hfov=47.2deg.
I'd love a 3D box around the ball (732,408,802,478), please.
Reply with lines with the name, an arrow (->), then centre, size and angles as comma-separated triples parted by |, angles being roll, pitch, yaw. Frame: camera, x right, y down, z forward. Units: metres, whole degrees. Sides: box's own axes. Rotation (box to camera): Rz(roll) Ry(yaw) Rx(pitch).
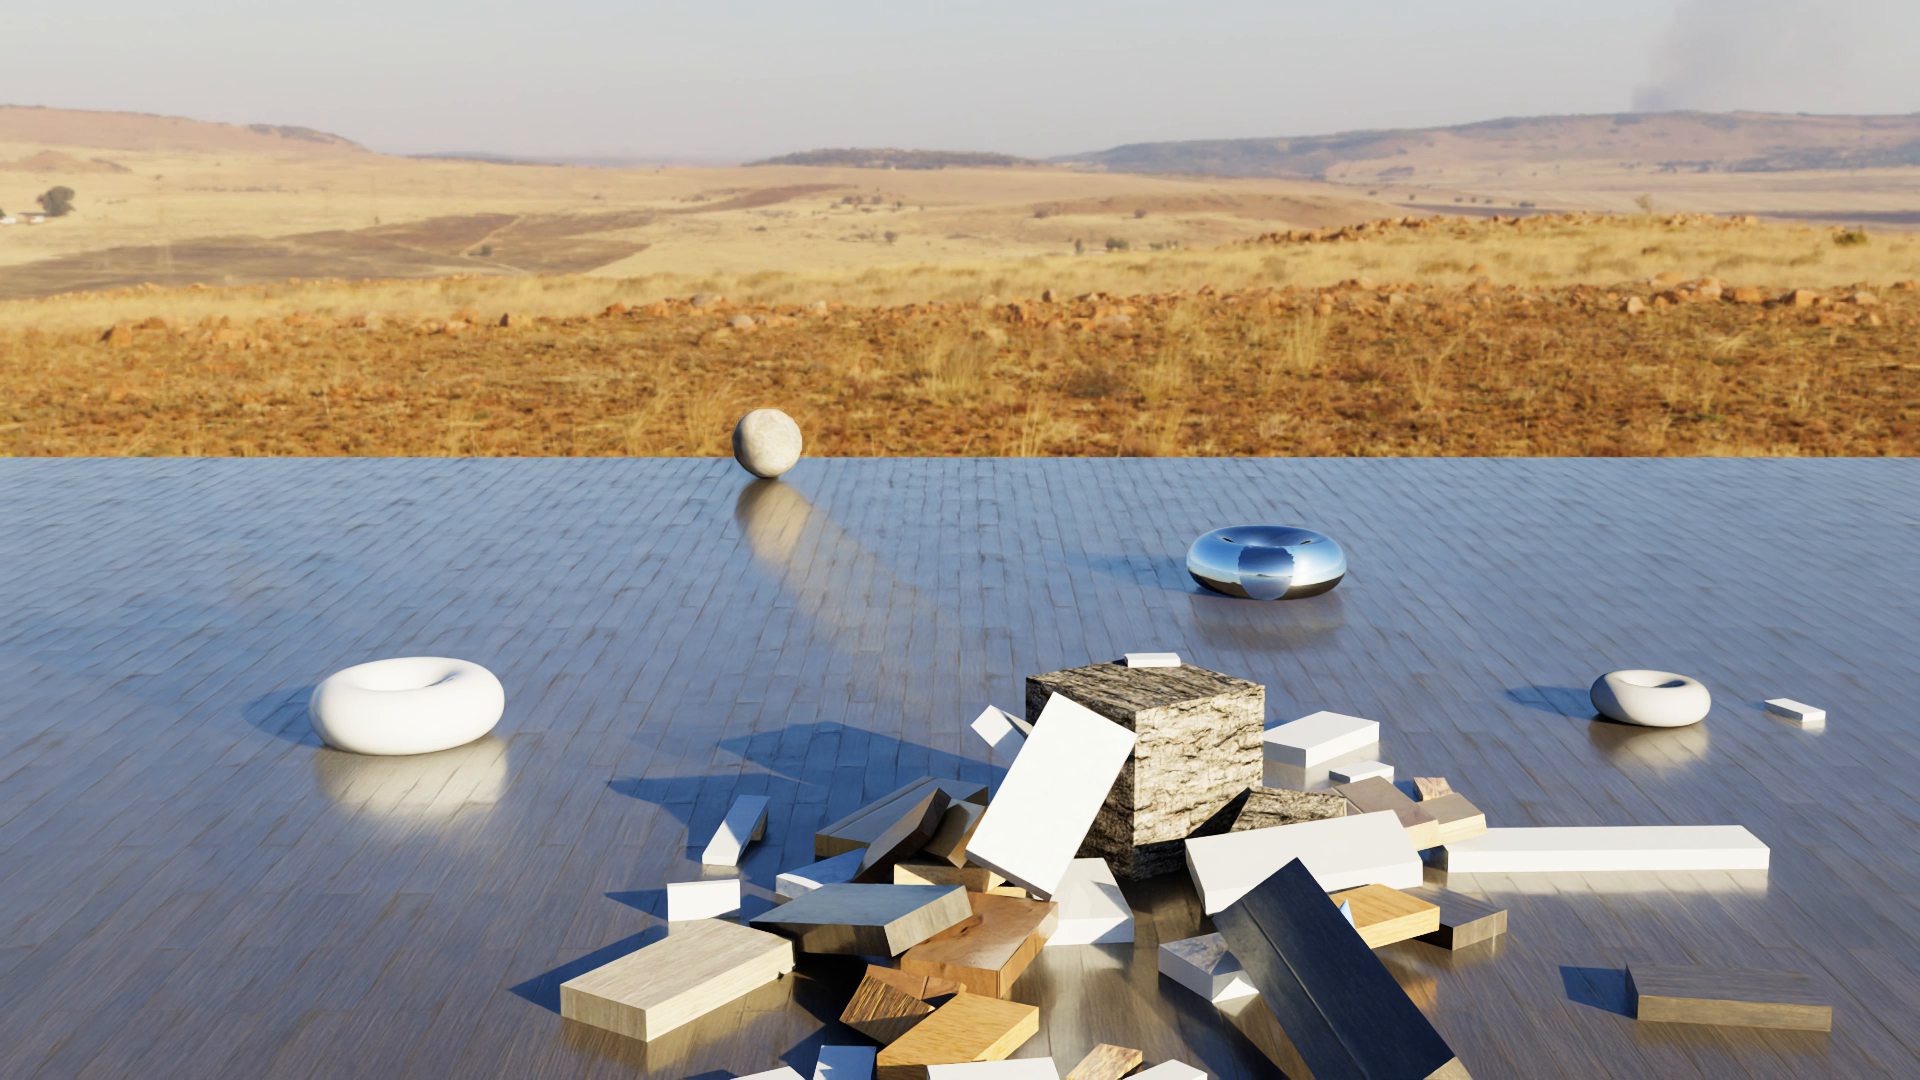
ball -> -0.707, -0.356, 8.062 | 0.256, 0.256, 0.256 | 0, 11, 0

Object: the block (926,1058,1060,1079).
block -> 0.062, 0.734, 2.646 | 0.160, 0.045, 0.320 | -2, 19, -9

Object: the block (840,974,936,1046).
block -> -0.099, 0.665, 3.070 | 0.150, 0.075, 0.021 | 13, -24, 50

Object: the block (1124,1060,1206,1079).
block -> 0.263, 0.722, 2.911 | 0.122, 0.017, 0.061 | -9, 14, -41

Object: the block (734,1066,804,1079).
block -> -0.172, 0.759, 2.629 | 0.166, 0.047, 0.501 | -6, 12, -29

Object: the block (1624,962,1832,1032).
block -> 1.110, 0.660, 3.188 | 0.264, 0.037, 0.132 | 2, 11, 9

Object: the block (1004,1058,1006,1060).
block -> -0.010, 0.725, 2.848 | 0.119, 0.034, 0.238 | 1, 11, 6

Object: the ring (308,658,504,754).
ring -> -1.162, 0.347, 4.620 | 0.403, 0.134, 0.403 | -1, 12, 0

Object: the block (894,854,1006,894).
block -> -0.005, 0.544, 3.623 | 0.144, 0.041, 0.287 | 1, -2, 12

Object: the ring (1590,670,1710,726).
ring -> 1.499, 0.343, 4.778 | 0.251, 0.084, 0.251 | 1, 10, 0

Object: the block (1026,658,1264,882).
block -> 0.325, 0.395, 3.903 | 0.298, 0.298, 0.298 | -8, 13, -36

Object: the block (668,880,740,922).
block -> -0.414, 0.582, 3.554 | 0.115, 0.058, 0.016 | -2, 11, -11

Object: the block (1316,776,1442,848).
block -> 0.722, 0.484, 3.851 | 0.138, 0.039, 0.275 | -14, 12, -7

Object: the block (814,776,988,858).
block -> -0.101, 0.508, 4.005 | 0.138, 0.039, 0.400 | 6, 12, 27

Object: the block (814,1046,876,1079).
block -> -0.155, 0.716, 2.934 | 0.075, 0.021, 0.150 | 0, 11, 2

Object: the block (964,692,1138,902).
block -> 0.143, 0.399, 3.436 | 0.149, 0.299, 0.042 | 27, -26, 9

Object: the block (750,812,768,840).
block -> -0.385, 0.520, 4.002 | 0.058, 0.016, 0.115 | 0, 11, 1

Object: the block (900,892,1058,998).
block -> 0.034, 0.599, 3.273 | 0.149, 0.042, 0.299 | 4, 11, 18

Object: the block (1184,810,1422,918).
block -> 0.555, 0.523, 3.568 | 0.351, 0.046, 0.162 | -8, 24, -3

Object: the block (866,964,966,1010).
block -> -0.071, 0.654, 3.121 | 0.150, 0.075, 0.021 | 5, -23, 27

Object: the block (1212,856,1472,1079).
block -> 0.507, 0.620, 3.017 | 0.160, 0.045, 0.628 | -36, 18, 1

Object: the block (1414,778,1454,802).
block -> 0.908, 0.481, 4.212 | 0.059, 0.017, 0.119 | 0, 11, 2

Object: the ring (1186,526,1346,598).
ring -> 0.853, 0.061, 6.125 | 0.443, 0.148, 0.443 | 0, 12, 0

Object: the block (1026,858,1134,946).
block -> 0.187, 0.586, 3.579 | 0.144, 0.041, 0.287 | -1, 11, -6

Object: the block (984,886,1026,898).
block -> 0.017, 0.611, 3.438 | 0.149, 0.042, 0.299 | 1, 11, 6

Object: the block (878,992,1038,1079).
block -> 0.000, 0.673, 2.946 | 0.119, 0.034, 0.238 | 5, 12, 27

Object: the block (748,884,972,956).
block -> -0.155, 0.576, 3.348 | 0.166, 0.047, 0.331 | -20, 7, -42

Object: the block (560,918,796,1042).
block -> -0.412, 0.645, 3.247 | 0.166, 0.047, 0.331 | 7, 13, 34

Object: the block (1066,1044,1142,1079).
block -> 0.194, 0.713, 2.959 | 0.061, 0.017, 0.122 | 5, 12, 25

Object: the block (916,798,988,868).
block -> -0.014, 0.472, 3.561 | 0.029, 0.102, 0.217 | 42, -14, -13

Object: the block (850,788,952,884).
block -> -0.098, 0.496, 3.626 | 0.203, 0.029, 0.102 | -44, 10, 39

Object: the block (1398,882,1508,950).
block -> 0.734, 0.593, 3.552 | 0.132, 0.037, 0.264 | -8, 13, -38

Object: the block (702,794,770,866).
block -> -0.398, 0.517, 3.933 | 0.058, 0.016, 0.261 | 2, 17, 8

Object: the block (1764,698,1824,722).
block -> 1.822, 0.371, 4.803 | 0.059, 0.017, 0.119 | -4, 11, -22

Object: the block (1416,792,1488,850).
block -> 0.779, 0.509, 3.863 | 0.256, 0.036, 0.128 | -13, 12, -5

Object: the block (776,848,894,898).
block -> -0.201, 0.567, 3.711 | 0.102, 0.029, 0.203 | 9, 14, 42

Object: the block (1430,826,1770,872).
block -> 1.114, 0.539, 3.844 | 0.557, 0.036, 0.128 | 0, 11, -2

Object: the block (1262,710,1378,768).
block -> 0.731, 0.410, 4.533 | 0.138, 0.039, 0.275 | 9, 14, 41

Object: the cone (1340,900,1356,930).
cone -> 0.550, 0.585, 3.199 | 0.131, 0.131, 0.131 | 14, -19, 5

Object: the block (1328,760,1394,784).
block -> 0.790, 0.458, 4.332 | 0.119, 0.017, 0.059 | -8, 13, -35

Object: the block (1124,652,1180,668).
block -> 0.350, 0.218, 4.003 | 0.095, 0.013, 0.047 | -1, 11, -5

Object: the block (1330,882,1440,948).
block -> 0.591, 0.586, 3.367 | 0.264, 0.037, 0.132 | -7, 13, -33

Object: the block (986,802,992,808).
block -> 0.075, 0.454, 3.721 | 0.046, 0.162, 0.324 | 43, 2, 6

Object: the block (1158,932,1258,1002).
block -> 0.461, 0.631, 3.335 | 0.287, 0.041, 0.144 | -6, 12, -28

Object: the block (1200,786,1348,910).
block -> 0.530, 0.522, 3.689 | 0.162, 0.046, 0.324 | 5, 26, 24

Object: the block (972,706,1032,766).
block -> 0.125, 0.362, 3.652 | 0.160, 0.045, 0.320 | 44, 2, 16
